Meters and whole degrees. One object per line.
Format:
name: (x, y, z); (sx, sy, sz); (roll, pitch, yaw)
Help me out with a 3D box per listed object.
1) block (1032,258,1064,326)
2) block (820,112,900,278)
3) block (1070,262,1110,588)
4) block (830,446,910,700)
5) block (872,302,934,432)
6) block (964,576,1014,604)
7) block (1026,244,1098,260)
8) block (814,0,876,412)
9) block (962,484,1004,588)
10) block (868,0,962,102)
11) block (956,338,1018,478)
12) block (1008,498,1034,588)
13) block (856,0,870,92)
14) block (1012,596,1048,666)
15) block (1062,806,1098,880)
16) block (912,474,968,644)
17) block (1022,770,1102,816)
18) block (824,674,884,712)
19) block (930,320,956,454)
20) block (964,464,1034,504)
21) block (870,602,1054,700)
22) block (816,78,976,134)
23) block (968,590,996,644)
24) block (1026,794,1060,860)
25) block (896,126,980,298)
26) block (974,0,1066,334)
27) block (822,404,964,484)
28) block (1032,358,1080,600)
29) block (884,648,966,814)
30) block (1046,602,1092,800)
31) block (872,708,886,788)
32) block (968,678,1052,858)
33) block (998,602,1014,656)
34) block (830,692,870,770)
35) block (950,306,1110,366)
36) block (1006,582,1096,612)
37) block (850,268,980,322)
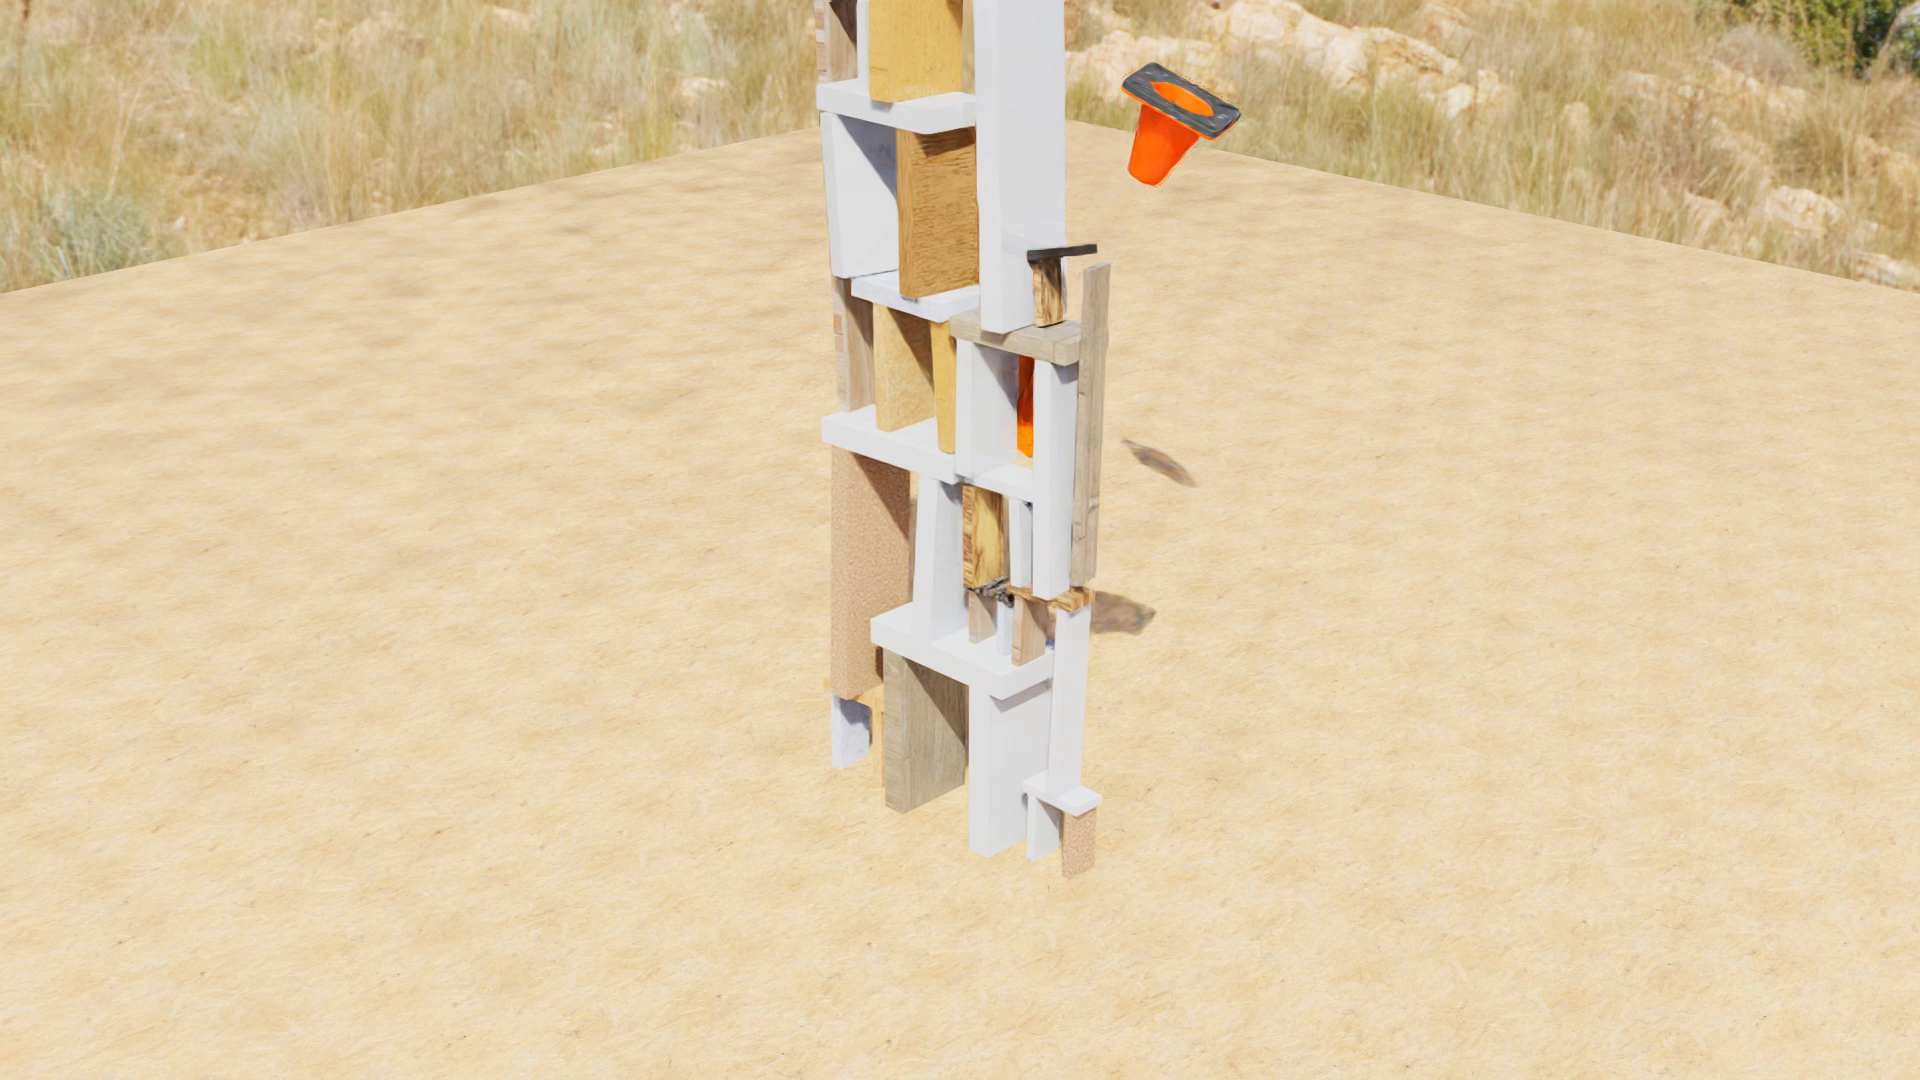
block: (0.156, -0.441, 3.899); (0.016, 0.114, 0.057); (10, 20, 42)
block: (-0.173, -0.654, 4.116); (0.152, 0.304, 0.043); (-14, 20, -29)
block: (0.232, -0.199, 3.922); (0.016, 0.605, 0.057); (20, 31, 34)
block: (-0.181, 0.044, 4.424); (0.049, 0.549, 0.172); (23, 32, 38)
block: (-0.106, -0.342, 4.181); (0.036, 0.251, 0.126); (19, 30, 39)
block: (0.068, 0.089, 4.180); (0.115, 0.016, 0.058); (21, 33, 40)
block: (0.177, -0.502, 3.832); (0.114, 0.016, 0.057); (2, 12, 45)
block: (-0.214, -0.640, 4.176); (0.024, 0.804, 0.085); (17, 28, 42)
block: (0.044, -0.018, 4.146); (0.086, 0.209, 0.024); (-24, 35, -39)
block: (-0.078, -0.966, 3.886); (0.178, 0.356, 0.050); (-19, 30, -40)
block: (0.050, -0.256, 4.037); (0.037, 0.259, 0.130); (20, 29, 39)
block: (0.128, -0.006, 4.066); (0.024, 0.171, 0.086); (17, 30, 37)
block: (-0.146, -0.904, 3.982); (0.085, 0.170, 0.024); (-19, 29, -39)
block: (0.132, 0.159, 4.146); (0.021, 0.149, 0.074); (23, 32, 37)
block: (0.230, 0.574, 4.224); (0.071, 0.141, 0.020); (-20, 30, -41)
block: (-0.008, 0.013, 4.236); (0.049, 0.345, 0.172); (25, 33, 37)
block: (0.195, 0.486, 4.226); (0.071, 0.020, 0.141); (-20, 30, -41)
block: (-0.187, 0.305, 4.548); (0.180, 0.026, 0.090); (18, 29, 37)
block: (0.012, -0.298, 4.074); (0.126, 0.251, 0.036); (-19, 24, -37)
block: (0.101, -0.109, 4.055); (0.171, 0.024, 0.085); (18, 28, 36)
block: (0.014, 0.203, 4.297); (0.359, 0.051, 0.180); (21, 31, 40)
block: (-0.106, -0.792, 3.991); (0.152, 0.043, 0.304); (-19, 29, -38)
block: (0.042, 0.138, 4.234); (0.016, 0.115, 0.058); (23, 35, 39)
block: (0.163, 0.548, 4.287); (0.071, 0.141, 0.020); (-20, 30, -41)
block: (-0.039, -0.603, 3.990); (0.152, 0.304, 0.043); (-17, 27, -36)
block: (0.105, -0.730, 3.801); (0.050, 0.723, 0.178); (16, 27, 39)
block: (-0.083, -0.194, 4.218); (0.345, 0.049, 0.172); (19, 30, 38)
block: (0.188, -0.123, 3.981); (0.037, 0.454, 0.130); (18, 28, 37)
block: (-0.071, 0.359, 4.454); (0.051, 0.359, 0.180); (21, 31, 40)
block: (0.204, 0.298, 4.132); (0.021, 0.397, 0.074); (22, 31, 37)
block: (-0.140, 0.415, 4.551); (0.026, 0.180, 0.090); (20, 31, 39)
block: (0.099, 0.425, 4.299); (0.180, 0.359, 0.051); (-21, 31, -41)
block: (0.097, 0.159, 4.185); (0.016, 0.115, 0.058); (24, 35, 39)
block: (-0.231, 0.384, 4.624); (0.025, 0.180, 0.090); (18, 29, 35)
block: (0.123, -0.371, 3.932); (0.259, 0.037, 0.130); (18, 29, 35)
block: (0.168, 0.095, 4.076); (0.148, 0.021, 0.074); (17, 28, 36)
block: (-0.074, -0.460, 4.090); (0.126, 0.036, 0.251); (-20, 29, -38)
